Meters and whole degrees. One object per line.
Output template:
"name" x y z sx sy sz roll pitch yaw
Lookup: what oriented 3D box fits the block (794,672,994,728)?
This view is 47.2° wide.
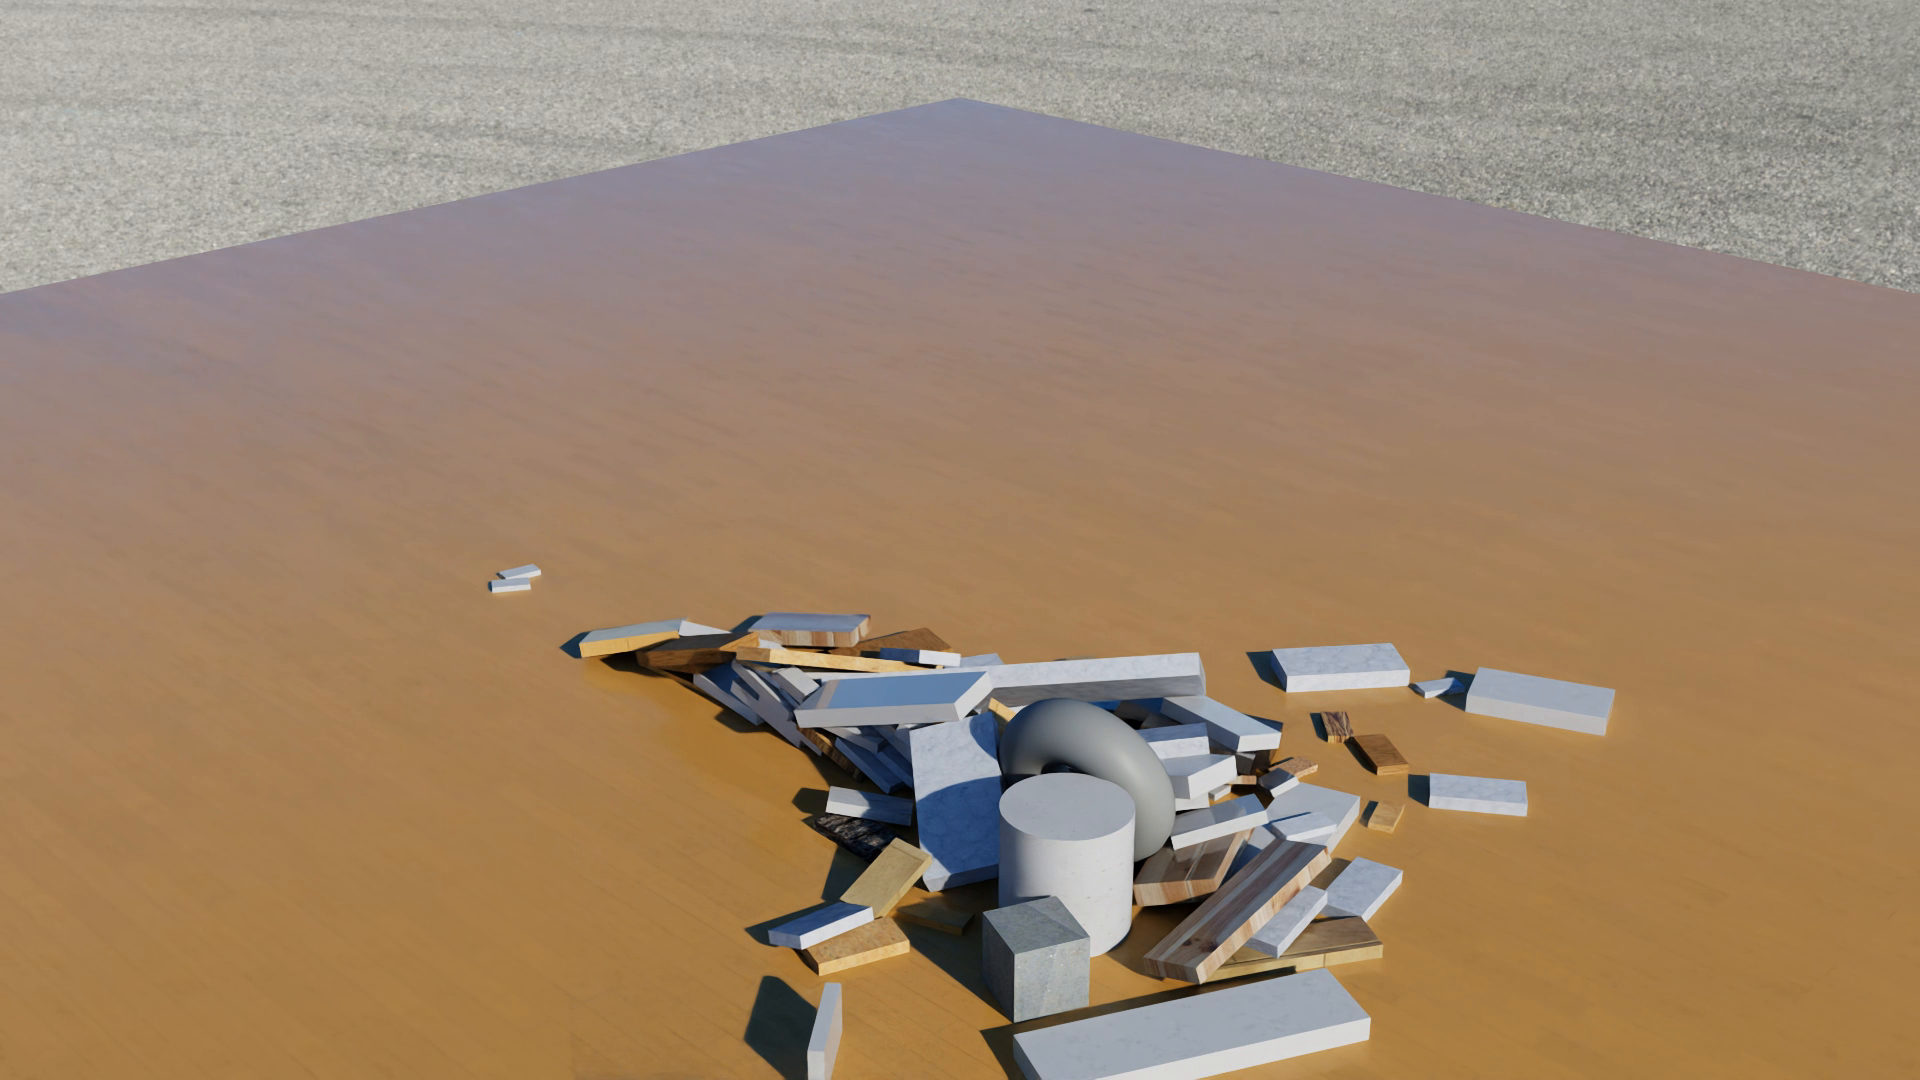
"block" -0.138 0.326 4.485 0.397 0.040 0.142 -5 21 33

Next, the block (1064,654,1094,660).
"block" 0.292 0.303 5.022 0.069 0.020 0.138 -6 24 -14

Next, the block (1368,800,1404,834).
"block" 0.859 0.557 4.431 0.050 0.014 0.099 10 25 22

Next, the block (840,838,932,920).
"block" -0.138 0.640 4.132 0.085 0.024 0.170 23 53 32

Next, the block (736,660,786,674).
"block" -0.429 0.261 4.734 0.095 0.014 0.048 16 29 16

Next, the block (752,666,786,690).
"block" -0.399 0.282 4.734 0.058 0.016 0.115 -17 36 -39

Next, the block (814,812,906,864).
"block" -0.199 0.583 4.355 0.089 0.025 0.177 -20 30 -38

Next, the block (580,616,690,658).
"block" -0.753 0.225 5.110 0.236 0.033 0.118 -8 12 8

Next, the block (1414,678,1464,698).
"block" 1.081 0.333 4.959 0.099 0.014 0.050 -7 24 -16

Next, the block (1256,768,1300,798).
"block" 0.646 0.495 4.494 0.060 0.017 0.121 -28 7 -6

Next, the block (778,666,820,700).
"block" -0.339 0.302 4.649 0.048 0.014 0.095 -17 39 -39

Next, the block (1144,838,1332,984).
"block" 0.508 0.669 3.995 0.119 0.034 0.424 2 26 45

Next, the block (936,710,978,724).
"block" 0.040 0.399 4.460 0.170 0.024 0.085 35 37 9

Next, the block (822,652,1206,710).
"block" 0.115 0.311 4.700 0.805 0.048 0.170 -4 -19 10

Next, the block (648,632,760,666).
"block" -0.567 0.241 4.860 0.236 0.033 0.118 -6 12 41

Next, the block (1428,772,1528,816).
"block" 1.059 0.520 4.499 0.194 0.027 0.097 4 23 10

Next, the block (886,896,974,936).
"block" -0.078 0.694 4.106 0.206 0.016 0.057 10 25 23

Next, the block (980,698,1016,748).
"block" 0.151 0.439 4.443 0.268 0.035 0.125 33 39 -12

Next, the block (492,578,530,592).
"block" -1.119 0.112 5.480 0.093 0.013 0.046 -5 24 -12

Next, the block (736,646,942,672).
"block" -0.254 0.267 4.794 0.100 0.028 0.546 2 -5 41

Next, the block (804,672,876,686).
"block" -0.215 0.318 4.885 0.258 0.037 0.129 0 -8 1

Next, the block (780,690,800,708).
"block" -0.328 0.344 4.688 0.058 0.016 0.115 -17 45 -38

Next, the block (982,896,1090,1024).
"block" 0.132 0.734 3.850 0.142 0.142 0.142 -9 25 -20

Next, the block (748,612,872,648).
"block" -0.353 0.210 5.169 0.258 0.037 0.129 1 17 18

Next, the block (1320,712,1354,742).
"block" 0.820 0.407 4.782 0.057 0.016 0.113 0 23 0

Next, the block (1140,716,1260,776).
"block" 0.492 0.422 4.532 0.238 0.034 0.119 16 9 12

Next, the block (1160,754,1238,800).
"block" 0.369 0.460 4.352 0.319 0.045 0.159 -1 10 42

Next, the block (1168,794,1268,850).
"block" 0.492 0.543 4.248 0.189 0.027 0.095 -16 15 -2

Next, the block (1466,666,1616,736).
"block" 1.285 0.356 4.868 0.300 0.042 0.150 9 25 20

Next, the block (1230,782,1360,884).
"block" 0.636 0.600 4.292 0.150 0.042 0.449 12 26 26

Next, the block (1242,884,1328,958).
"block" 0.584 0.687 4.013 0.094 0.027 0.189 16 34 33

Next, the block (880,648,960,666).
"block" -0.091 0.262 4.928 0.100 0.028 0.201 7 -4 -27

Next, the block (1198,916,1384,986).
"block" 0.582 0.742 3.977 0.352 0.027 0.097 -6 24 -13

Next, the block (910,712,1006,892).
"block" 0.003 0.504 4.256 0.170 0.048 0.340 -14 51 9

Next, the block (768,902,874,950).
"block" -0.253 0.703 4.015 0.089 0.025 0.177 -1 10 45

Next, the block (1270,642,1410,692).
"block" 0.867 0.291 5.024 0.283 0.040 0.142 -3 23 -6

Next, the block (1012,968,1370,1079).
"block" 0.393 0.841 3.720 0.589 0.045 0.159 -8 24 -18
